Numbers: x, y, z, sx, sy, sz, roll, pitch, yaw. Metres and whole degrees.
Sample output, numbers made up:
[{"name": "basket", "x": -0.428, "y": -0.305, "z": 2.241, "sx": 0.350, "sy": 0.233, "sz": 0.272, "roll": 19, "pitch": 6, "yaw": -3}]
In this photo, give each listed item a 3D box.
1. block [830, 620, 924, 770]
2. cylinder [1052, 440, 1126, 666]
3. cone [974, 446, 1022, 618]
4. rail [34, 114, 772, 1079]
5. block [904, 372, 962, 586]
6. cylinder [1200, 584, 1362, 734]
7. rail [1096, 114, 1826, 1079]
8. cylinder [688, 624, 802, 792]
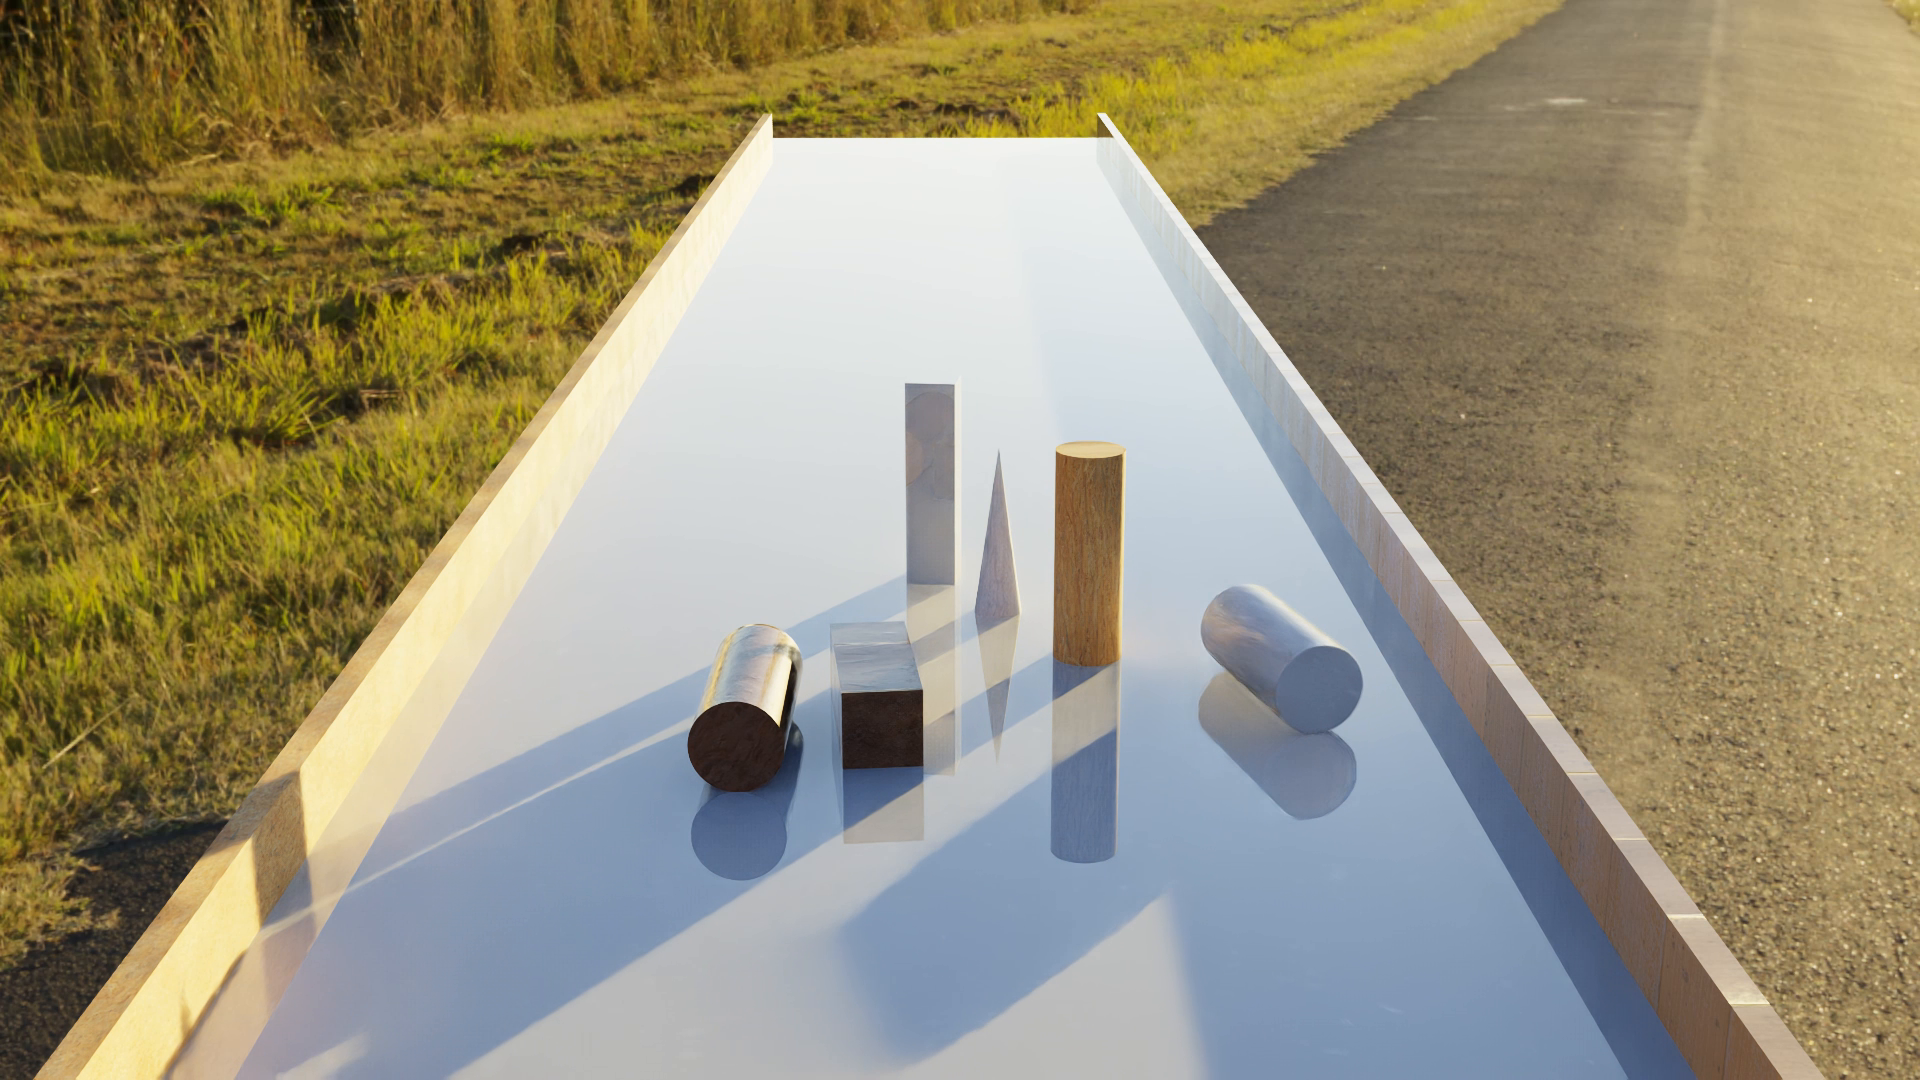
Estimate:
[{"name": "block", "x": -0.156, "y": 0.279, "z": 4.037, "sx": 0.143, "sy": 0.143, "sz": 0.379, "roll": -2, "pitch": 17, "yaw": -6}, {"name": "cylinder", "x": 0.257, "y": 0.027, "z": 4.385, "sx": 0.139, "sy": 0.428, "sz": 0.139, "roll": 0, "pitch": 17, "yaw": 0}, {"name": "cone", "x": 0.082, "y": -0.022, "z": 4.664, "sx": 0.101, "sy": 0.364, "sz": 0.101, "roll": 0, "pitch": 17, "yaw": 0}, {"name": "rail", "x": -1.118, "y": -0.838, "z": 7.780, "sx": 0.050, "sy": 0.150, "sz": 12.000, "roll": 0, "pitch": 17, "yaw": -1}, {"name": "block", "x": -0.058, "y": -0.135, "z": 4.882, "sx": 0.109, "sy": 0.456, "sz": 0.109, "roll": 2, "pitch": 17, "yaw": 7}, {"name": "cylinder", "x": 0.606, "y": 0.221, "z": 4.185, "sx": 0.171, "sy": 0.171, "sz": 0.379, "roll": -4, "pitch": 17, "yaw": -14}, {"name": "rail", "x": 0.932, "y": -0.844, "z": 7.801, "sx": 0.050, "sy": 0.150, "sz": 12.000, "roll": 0, "pitch": 17, "yaw": -1}, {"name": "cylinder", "x": -0.380, "y": 0.295, "z": 3.945, "sx": 0.166, "sy": 0.166, "sz": 0.409, "roll": 0, "pitch": 17, "yaw": 0}]
